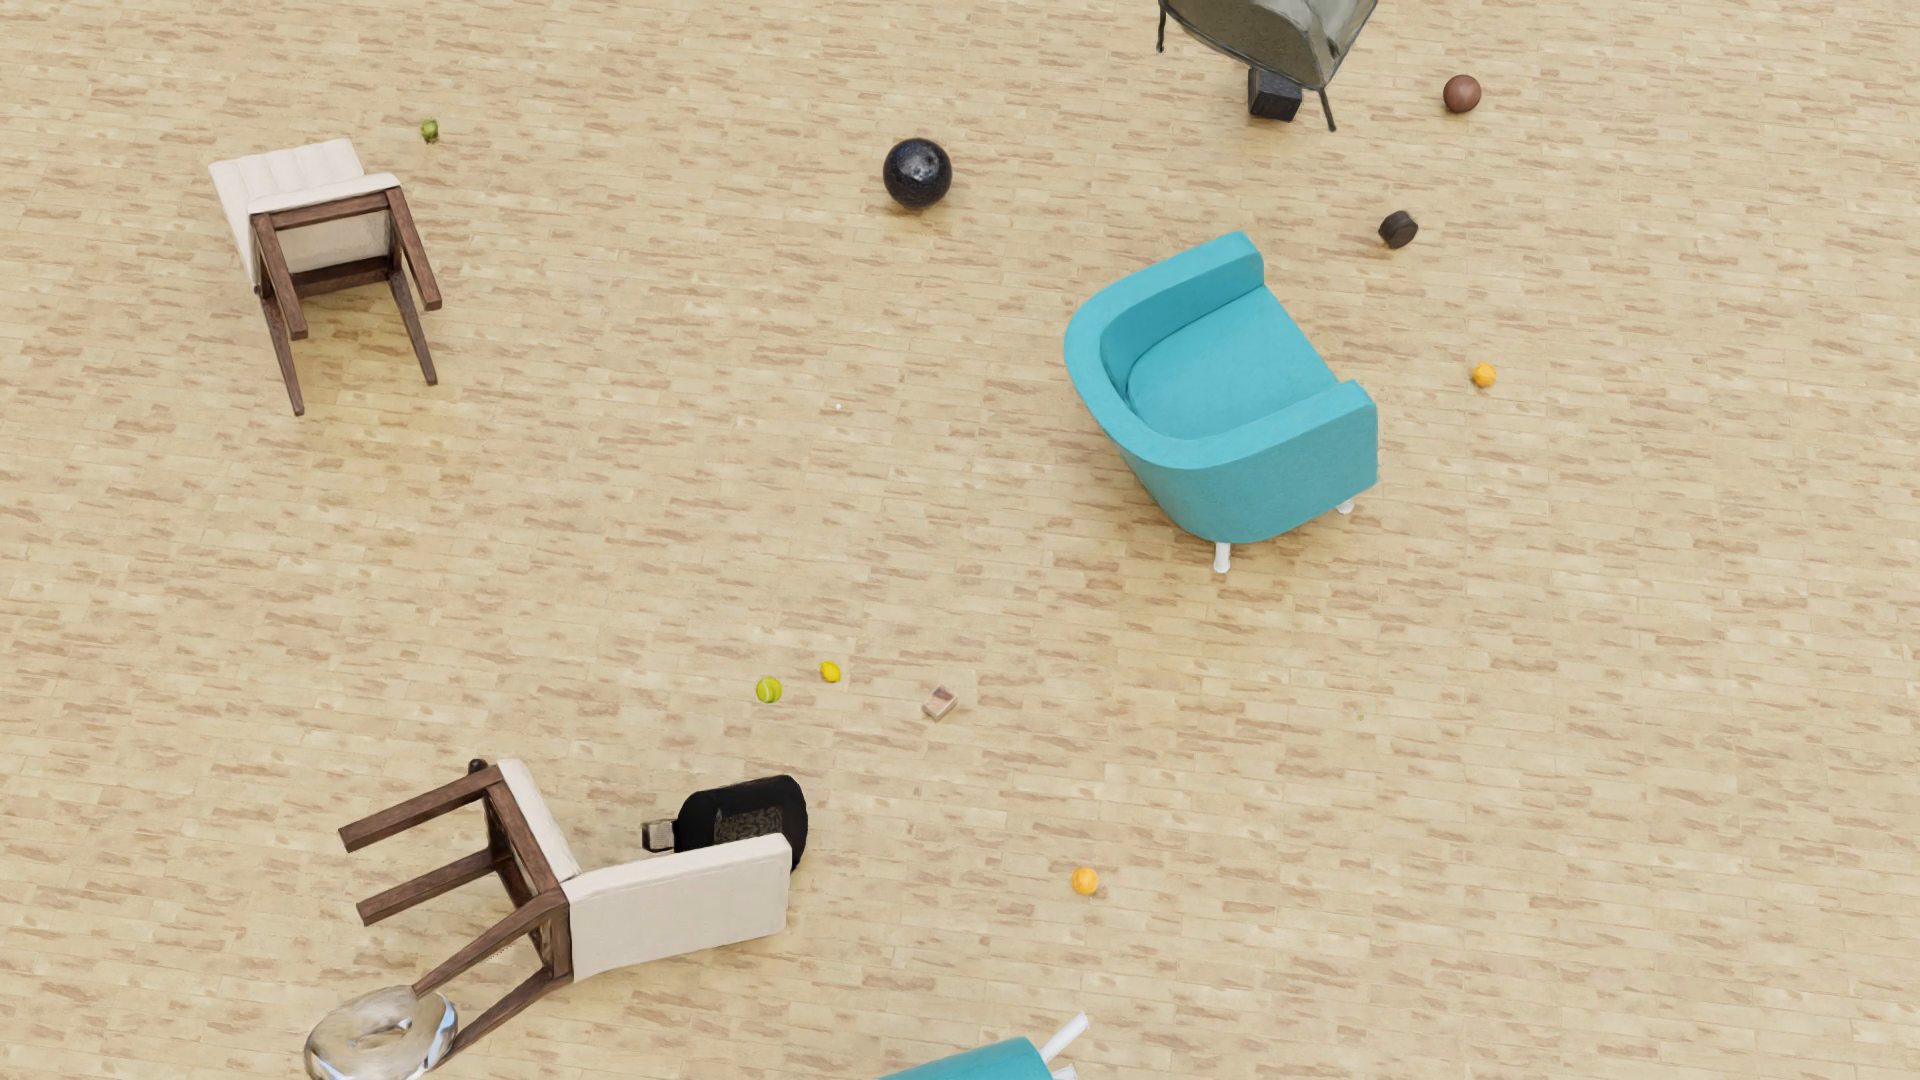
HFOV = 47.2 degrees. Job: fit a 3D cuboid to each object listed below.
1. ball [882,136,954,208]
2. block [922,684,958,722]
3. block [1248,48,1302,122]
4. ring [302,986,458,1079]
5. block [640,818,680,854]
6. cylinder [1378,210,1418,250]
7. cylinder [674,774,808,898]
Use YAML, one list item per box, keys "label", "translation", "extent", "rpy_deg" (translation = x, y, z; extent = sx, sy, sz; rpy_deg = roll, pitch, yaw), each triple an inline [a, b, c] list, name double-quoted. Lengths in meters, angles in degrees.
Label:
- label: "ball"
  translation: [-0.140, -1.209, 7.244]
  extent: [0.234, 0.234, 0.234]
  rpy_deg: [0, 56, 0]
- label: "block"
  translation: [-0.057, 0.464, 6.237]
  extent: [0.060, 0.042, 0.085]
  rpy_deg: [37, 64, 22]
- label: "block"
  translation: [1.081, -1.559, 7.535]
  extent: [0.153, 0.111, 0.209]
  rpy_deg: [10, 56, -8]
- label: "ring"
  translation: [-1.440, 1.242, 5.473]
  extent: [0.348, 0.099, 0.394]
  rpy_deg: [20, 35, 40]
- label: "block"
  translation: [-0.778, 0.766, 5.708]
  extent: [0.077, 0.064, 0.072]
  rpy_deg: [-6, 94, -31]
- label: "cylinder"
  translation: [1.431, -1.013, 7.186]
  extent: [0.111, 0.113, 0.063]
  rpy_deg: [-7, 51, -39]
- label: "cylinder"
  translation: [-0.578, 0.779, 5.808]
  extent: [0.191, 0.289, 0.308]
  rpy_deg: [16, 13, 37]
